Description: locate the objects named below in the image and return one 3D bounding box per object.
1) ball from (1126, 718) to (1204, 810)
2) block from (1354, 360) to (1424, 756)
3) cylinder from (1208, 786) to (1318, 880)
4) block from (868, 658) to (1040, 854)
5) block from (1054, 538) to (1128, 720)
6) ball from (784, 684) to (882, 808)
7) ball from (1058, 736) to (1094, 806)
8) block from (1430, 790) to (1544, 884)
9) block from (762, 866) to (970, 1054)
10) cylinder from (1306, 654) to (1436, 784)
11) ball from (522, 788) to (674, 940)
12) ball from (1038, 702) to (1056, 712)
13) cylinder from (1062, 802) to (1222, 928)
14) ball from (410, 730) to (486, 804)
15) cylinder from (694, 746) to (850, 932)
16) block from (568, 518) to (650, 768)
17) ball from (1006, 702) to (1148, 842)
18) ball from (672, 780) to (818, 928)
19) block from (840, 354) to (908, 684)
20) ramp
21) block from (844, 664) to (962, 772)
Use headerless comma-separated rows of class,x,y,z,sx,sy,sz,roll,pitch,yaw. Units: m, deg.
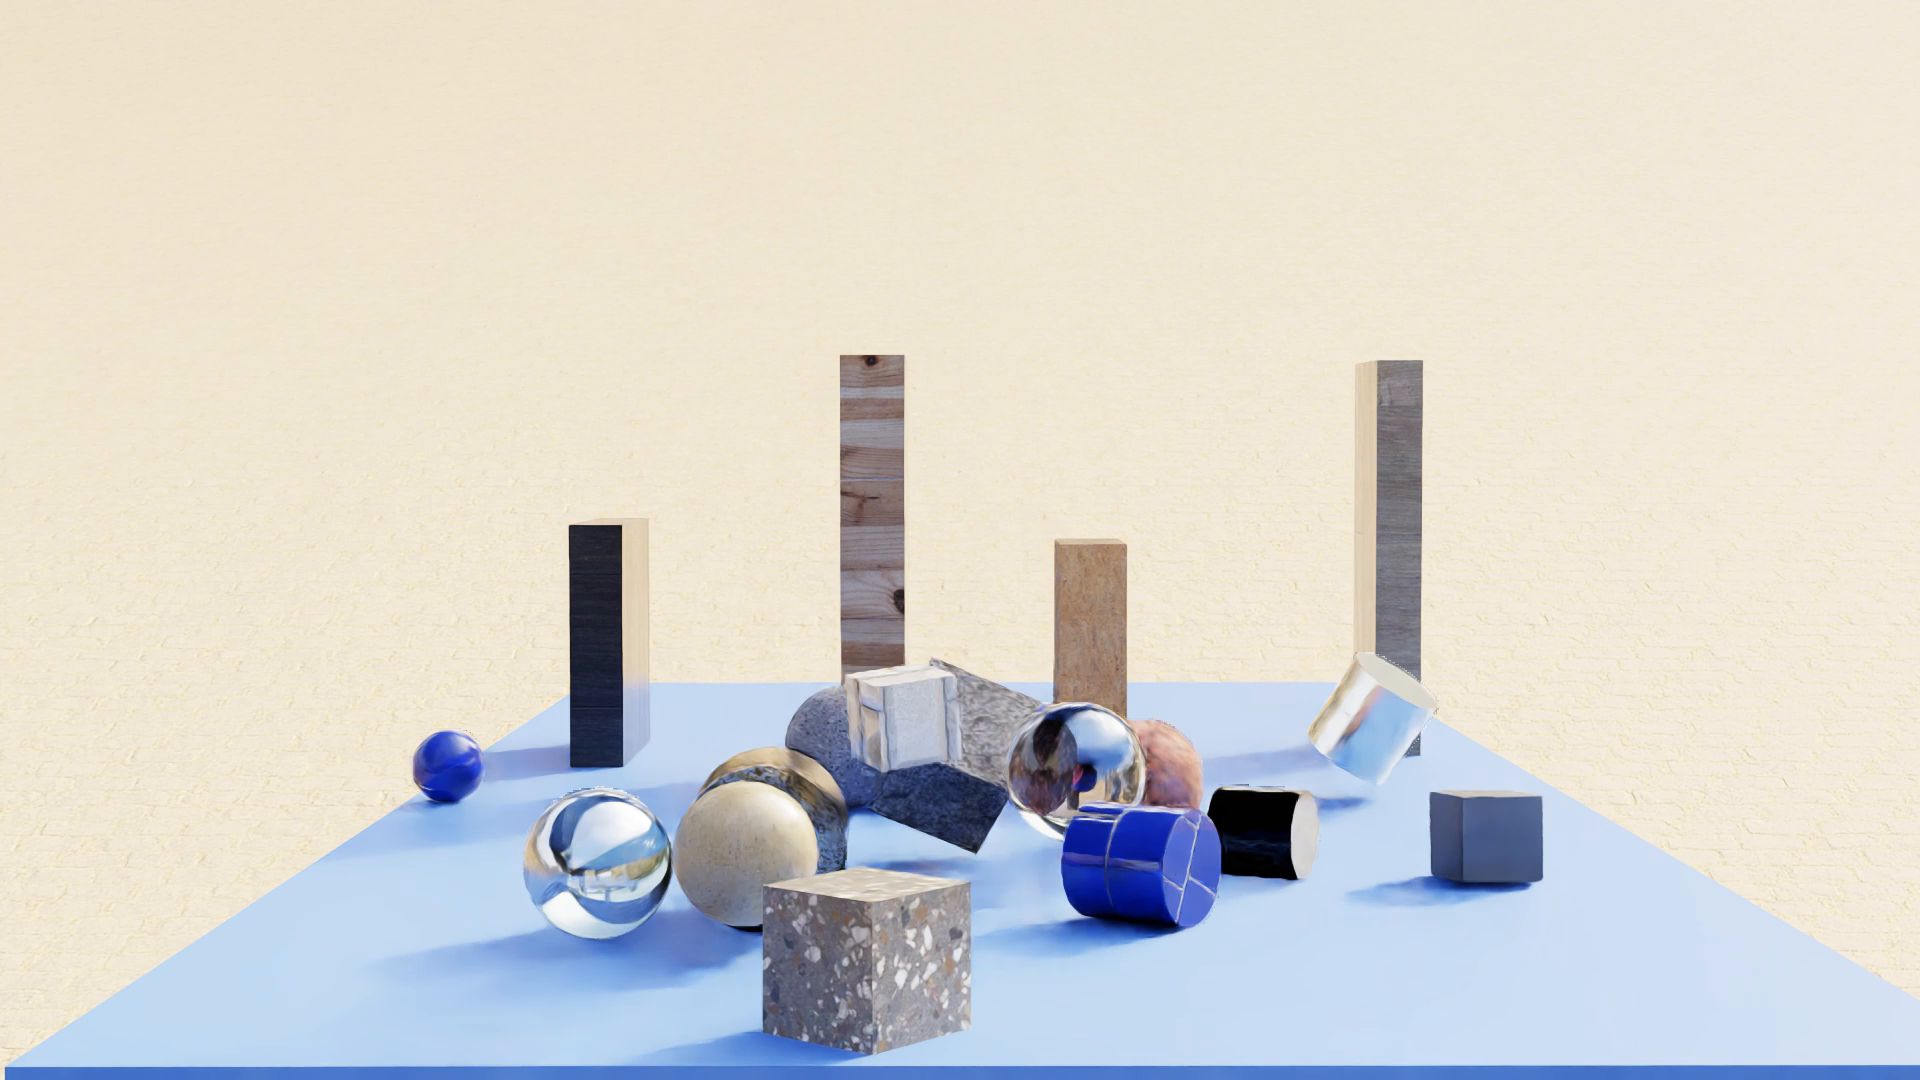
ball,0.272,0.368,3.896,0.195,0.195,0.195,0,24,0
block,0.855,0.030,5.152,0.090,0.771,0.277,0,2,0
cylinder,0.426,0.412,3.627,0.125,0.125,0.125,1,22,26
block,-0.009,0.318,3.796,0.174,0.174,0.174,22,48,-3
block,0.254,0.211,5.042,0.128,0.418,0.290,0,2,0
ball,-0.190,0.346,4.312,0.207,0.207,0.207,0,24,0
ball,0.226,0.389,4.285,0.124,0.124,0.124,0,24,0
block,0.736,0.414,3.603,0.117,0.117,0.117,0,-2,-12
block,-0.097,0.436,2.692,0.154,0.154,0.154,2,3,40
cylinder,0.707,0.307,4.425,0.160,0.160,0.160,28,17,-10
ball,-0.448,0.401,3.188,0.185,0.185,0.185,0,24,0
ball,0.154,0.362,4.421,0.166,0.166,0.166,0,24,0
cylinder,0.233,0.414,3.293,0.149,0.149,0.149,1,20,35
ball,-0.870,0.385,4.380,0.125,0.125,0.125,0,24,0
cylinder,-0.249,0.384,3.324,0.210,0.210,0.210,-1,2,-2
block,-0.685,0.192,5.056,0.101,0.457,0.421,0,2,0
ball,0.164,0.328,3.637,0.200,0.200,0.200,0,24,0
ball,-0.257,0.376,3.089,0.174,0.174,0.174,0,24,0
block,-0.156,0.049,4.730,0.114,0.767,0.335,0,2,0
ramp,0.054,0.490,4.542,2.000,0.100,4.000,0,2,0
block,-0.074,0.229,3.350,0.110,0.110,0.110,-8,8,-23
